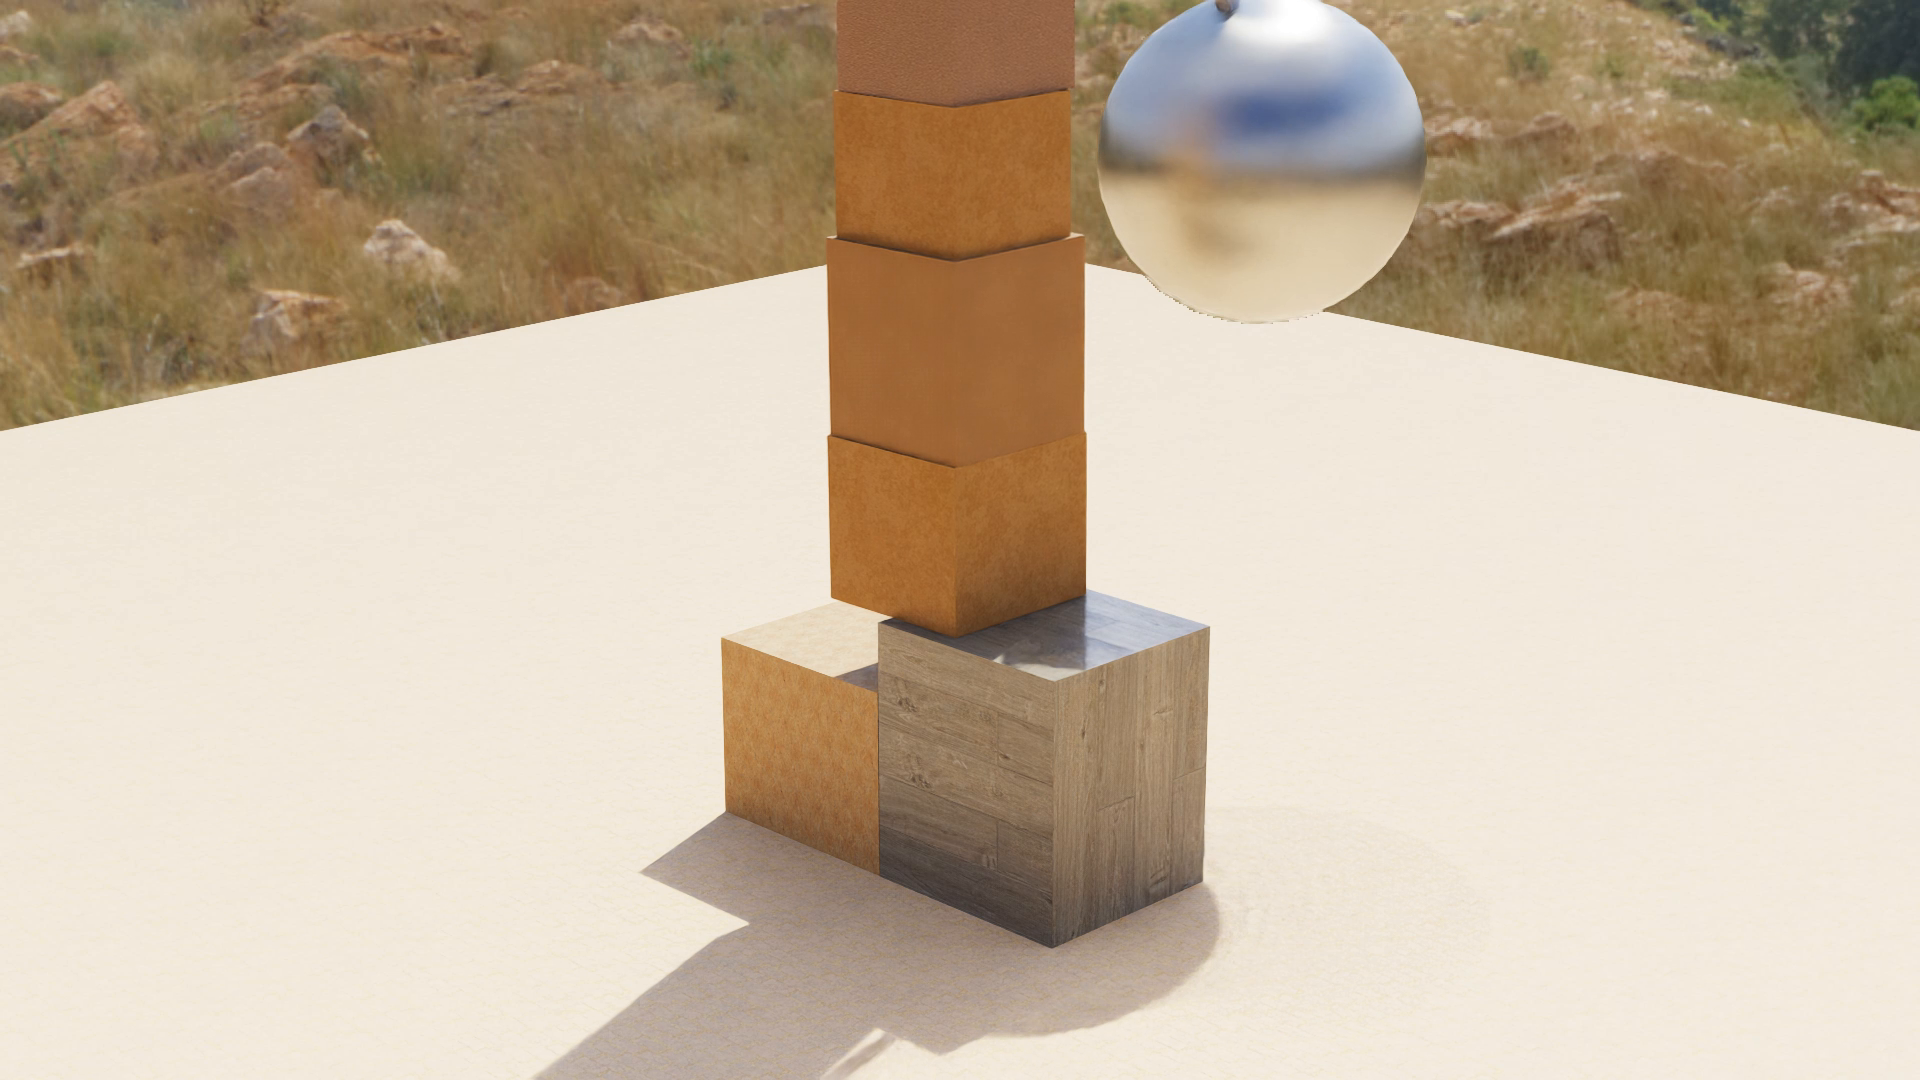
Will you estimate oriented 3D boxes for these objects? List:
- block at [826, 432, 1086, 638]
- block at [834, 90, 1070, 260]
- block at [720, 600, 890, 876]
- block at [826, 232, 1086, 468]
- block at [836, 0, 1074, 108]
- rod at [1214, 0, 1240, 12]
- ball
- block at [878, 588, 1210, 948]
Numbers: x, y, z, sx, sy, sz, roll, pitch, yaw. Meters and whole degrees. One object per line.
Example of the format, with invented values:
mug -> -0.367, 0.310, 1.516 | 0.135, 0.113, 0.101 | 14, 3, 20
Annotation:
block -> -0.010, -0.111, 13.304 | 0.845, 0.770, 0.810 | -17, 23, -42
block -> -0.032, -1.646, 12.829 | 0.708, 0.644, 0.750 | -17, 23, -42
block -> -0.372, 0.886, 14.038 | 1.075, 0.892, 1.080 | -17, 24, -42
block -> -0.016, -0.910, 13.062 | 0.812, 0.899, 0.805 | -17, 23, -42
block -> -0.019, -2.354, 12.634 | 0.745, 0.825, 0.709 | -17, 23, -42
rod -> 0.636, -4.658, 12.544 | 0.080, 5.200, 0.080 | 17, 44, 42
ball -> 1.467, -1.864, 14.293 | 1.600, 1.600, 1.600 | 0, 17, 0
block -> 0.372, 0.963, 13.226 | 1.009, 1.233, 1.080 | -17, 24, -42
